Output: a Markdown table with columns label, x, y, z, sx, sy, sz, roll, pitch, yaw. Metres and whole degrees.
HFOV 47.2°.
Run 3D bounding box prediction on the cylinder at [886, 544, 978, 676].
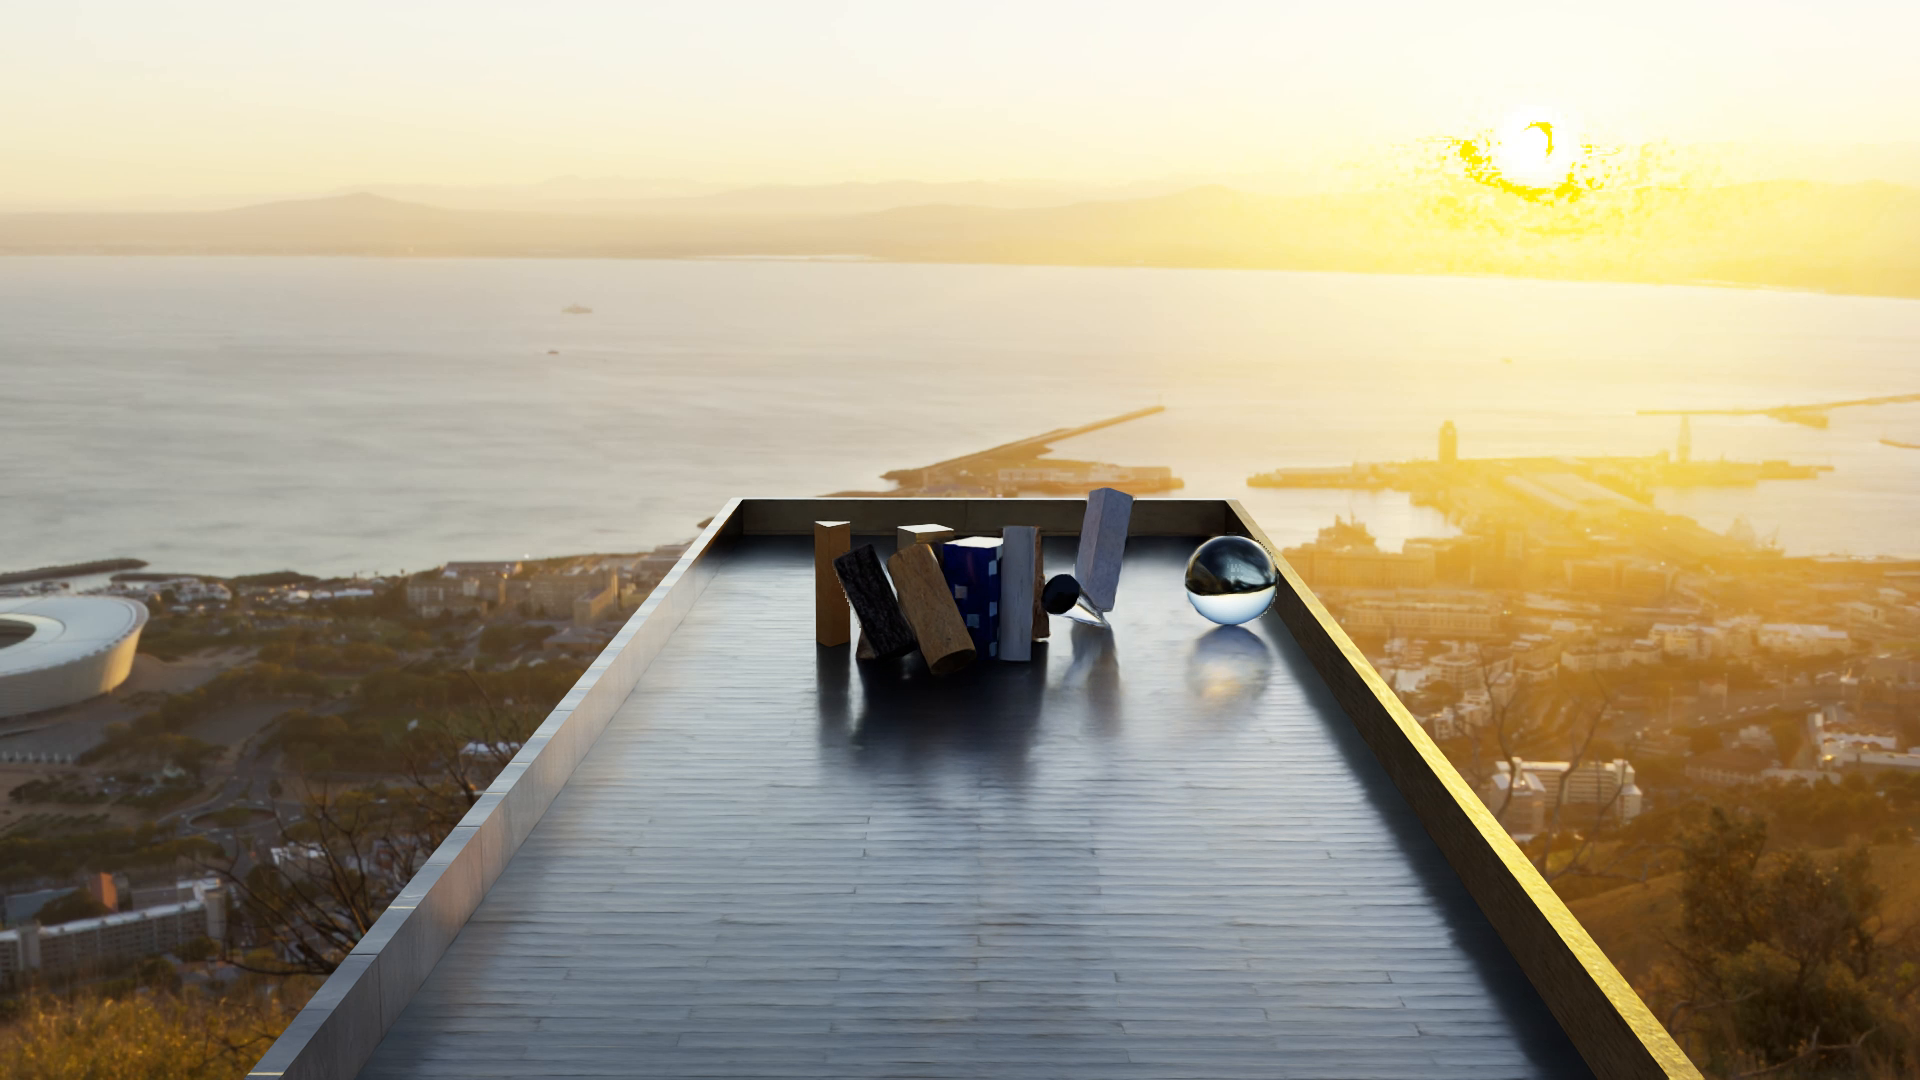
| label | x | y | z | sx | sy | sz | roll | pitch | yaw |
| --- | --- | --- | --- | --- | --- | --- | --- | --- | --- |
| cylinder | -0.085 | 0.206 | 6.515 | 0.148 | 0.369 | 0.148 | -19 | -26 | -10 |

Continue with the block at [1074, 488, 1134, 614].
| label | x | y | z | sx | sy | sz | roll | pitch | yaw |
| --- | --- | --- | --- | --- | --- | --- | --- | --- | --- |
| block | 0.475 | 0.037 | 7.396 | 0.109 | 0.405 | 0.109 | 18 | -15 | -25 |

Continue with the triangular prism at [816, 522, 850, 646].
| label | x | y | z | sx | sy | sz | roll | pitch | yaw |
| --- | --- | --- | --- | --- | --- | --- | --- | --- | --- |
| triangular prism | -0.418 | 0.135 | 6.939 | 0.095 | 0.382 | 0.110 | 6 | 11 | 34 |

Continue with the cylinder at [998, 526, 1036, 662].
| label | x | y | z | sx | sy | sz | roll | pitch | yaw |
| --- | --- | --- | --- | --- | --- | --- | --- | --- | --- |
| cylinder | 0.172 | 0.162 | 6.657 | 0.100 | 0.403 | 0.100 | 3 | -4 | 0 |

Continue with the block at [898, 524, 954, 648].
| label | x | y | z | sx | sy | sz | roll | pitch | yaw |
| --- | --- | --- | --- | --- | --- | --- | --- | --- | --- |
| block | -0.108 | 0.144 | 6.933 | 0.132 | 0.366 | 0.132 | -5 | 10 | -27 |

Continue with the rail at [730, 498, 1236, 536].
| label | x | y | z | sx | sy | sz | roll | pitch | yaw |
| --- | --- | --- | --- | --- | --- | --- | --- | --- | --- |
| rail | 0.099 | -0.098 | 9.147 | 2.100 | 0.150 | 0.050 | 0 | 9 | 1 |

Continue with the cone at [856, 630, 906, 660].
| label | x | y | z | sx | sy | sz | roll | pitch | yaw |
| --- | --- | --- | --- | --- | --- | --- | --- | --- | --- |
| cone | -0.248 | 0.201 | 6.712 | 0.155 | 0.310 | 0.155 | -2 | 4 | 0 |

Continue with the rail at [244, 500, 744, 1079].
| label | x | y | z | sx | sy | sz | roll | pitch | yaw |
| --- | --- | --- | --- | --- | --- | --- | --- | --- | --- |
| rail | -1.004 | 0.839 | 3.234 | 0.050 | 0.150 | 12.000 | 0 | 9 | 1 |

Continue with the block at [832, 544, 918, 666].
| label | x | y | z | sx | sy | sz | roll | pitch | yaw |
| --- | --- | --- | --- | --- | --- | --- | --- | --- | --- |
| block | -0.253 | 0.195 | 6.598 | 0.127 | 0.325 | 0.127 | -24 | -15 | -3 |

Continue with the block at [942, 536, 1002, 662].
| label | x | y | z | sx | sy | sz | roll | pitch | yaw |
| --- | --- | --- | --- | --- | --- | --- | --- | --- | --- |
| block | 0.066 | 0.179 | 6.759 | 0.167 | 0.348 | 0.167 | 5 | 10 | 34 |

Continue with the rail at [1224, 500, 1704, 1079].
| label | x | y | z | sx | sy | sz | roll | pitch | yaw |
| --- | --- | --- | --- | --- | --- | --- | --- | --- | --- |
| rail | 1.046 | 0.843 | 3.208 | 0.050 | 0.150 | 12.000 | 0 | 9 | 1 |

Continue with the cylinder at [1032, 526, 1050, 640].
| label | x | y | z | sx | sy | sz | roll | pitch | yaw |
| --- | --- | --- | --- | --- | --- | --- | --- | --- | --- |
| cylinder | 0.212 | 0.138 | 6.982 | 0.115 | 0.349 | 0.115 | -6 | 3 | 0 |

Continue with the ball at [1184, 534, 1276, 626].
| label | x | y | z | sx | sy | sz | roll | pitch | yaw |
| --- | --- | --- | --- | --- | --- | --- | --- | --- | --- |
| ball | 0.889 | 0.133 | 7.221 | 0.298 | 0.298 | 0.298 | 0 | 9 | 0 |

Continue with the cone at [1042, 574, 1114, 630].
| label | x | y | z | sx | sy | sz | roll | pitch | yaw |
| --- | --- | --- | --- | --- | --- | --- | --- | --- | --- |
| cone | 0.408 | 0.232 | 7.032 | 0.137 | 0.137 | 0.340 | 7 | -17 | 38 |
